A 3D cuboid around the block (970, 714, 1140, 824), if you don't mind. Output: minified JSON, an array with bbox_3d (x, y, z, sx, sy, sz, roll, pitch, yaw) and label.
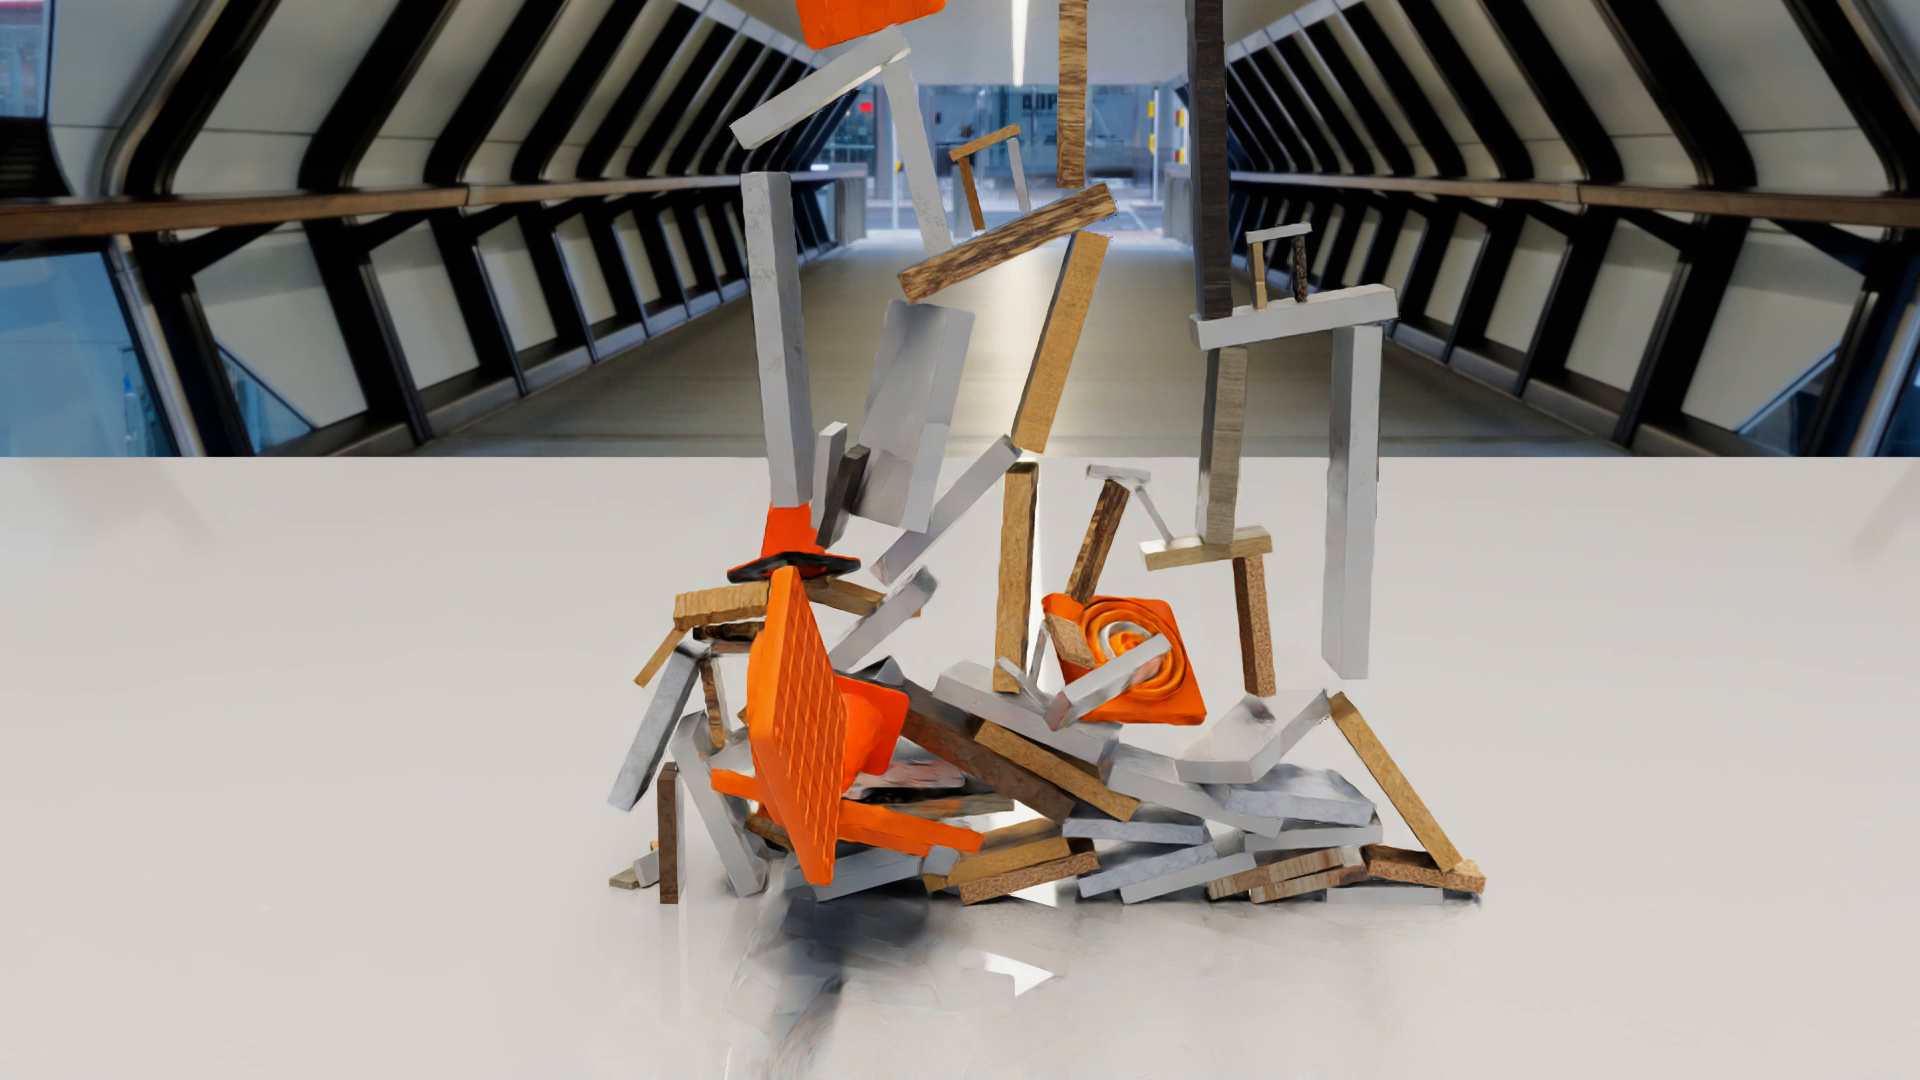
[{"bbox_3d":[0.154,0.356,3.610,0.288,0.041,0.144,29,10,-8],"label":"block"}]

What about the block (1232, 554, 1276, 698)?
[{"bbox_3d":[0.477,0.137,3.574,0.029,0.227,0.102,-6,3,-5],"label":"block"}]

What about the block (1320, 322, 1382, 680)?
[{"bbox_3d":[0.631,-0.069,3.553,0.044,0.565,0.155,0,11,-3],"label":"block"}]

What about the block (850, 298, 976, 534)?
[{"bbox_3d":[-0.084,-0.200,3.495,0.050,0.352,0.176,11,3,-36],"label":"block"}]

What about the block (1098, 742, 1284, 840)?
[{"bbox_3d":[0.374,0.405,3.597,0.294,0.041,0.144,17,12,-8],"label":"block"}]

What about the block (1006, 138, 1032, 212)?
[{"bbox_3d":[0.093,-0.577,3.471,0.016,0.115,0.058,-11,10,5],"label":"block"}]

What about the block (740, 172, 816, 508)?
[{"bbox_3d":[-0.284,-0.319,3.493,0.042,0.522,0.149,-4,8,10],"label":"block"}]

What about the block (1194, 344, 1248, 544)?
[{"bbox_3d":[0.419,-0.160,3.533,0.044,0.310,0.155,3,10,-1],"label":"block"}]

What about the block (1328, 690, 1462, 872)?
[{"bbox_3d":[0.714,0.399,3.636,0.039,0.311,0.136,-36,9,4],"label":"block"}]

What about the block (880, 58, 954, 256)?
[{"bbox_3d":[-0.067,-0.601,3.462,0.042,0.299,0.149,-13,9,2],"label":"block"}]

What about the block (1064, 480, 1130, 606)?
[{"bbox_3d":[0.222,0.004,3.549,0.014,0.202,0.050,11,-13,46],"label":"block"}]

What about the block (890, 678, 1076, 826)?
[{"bbox_3d":[0.036,0.343,3.583,0.321,0.046,0.161,30,10,-7],"label":"block"}]

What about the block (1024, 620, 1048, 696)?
[{"bbox_3d":[0.125,0.193,3.560,0.016,0.113,0.057,12,18,3],"label":"block"}]

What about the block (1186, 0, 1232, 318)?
[{"bbox_3d":[0.390,-0.612,3.453,0.043,0.511,0.150,-3,10,1],"label":"block"}]

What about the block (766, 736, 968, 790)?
[{"bbox_3d":[-0.149,0.369,3.654,0.321,0.046,0.161,-1,9,5],"label":"block"}]

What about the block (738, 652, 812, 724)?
[{"bbox_3d":[-0.306,0.244,3.636,0.145,0.021,0.072,-43,3,3],"label":"block"}]

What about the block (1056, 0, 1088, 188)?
[{"bbox_3d":[0.176,-0.704,3.445,0.043,0.301,0.150,1,10,3],"label":"block"}]

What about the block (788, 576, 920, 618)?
[{"bbox_3d":[-0.182,0.106,3.882,0.078,0.022,0.330,-10,-15,26],"label":"block"}]

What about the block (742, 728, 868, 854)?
[{"bbox_3d":[-0.297,0.445,4.022,0.144,0.041,0.373,15,27,10],"label":"block"}]

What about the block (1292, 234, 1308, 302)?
[{"bbox_3d":[0.538,-0.432,3.484,0.015,0.104,0.052,-4,10,2],"label":"block"}]

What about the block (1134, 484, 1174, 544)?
[{"bbox_3d":[0.315,-0.042,3.563,0.014,0.099,0.049,-31,9,6],"label":"block"}]

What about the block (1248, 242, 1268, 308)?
[{"bbox_3d":[0.471,-0.421,3.484,0.015,0.103,0.052,-6,10,-1],"label":"block"}]

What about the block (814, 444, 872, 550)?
[{"bbox_3d":[-0.186,-0.069,3.489,0.022,0.157,0.078,22,20,9],"label":"block"}]

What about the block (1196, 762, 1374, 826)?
[{"bbox_3d":[0.523,0.406,3.584,0.273,0.039,0.136,9,16,-24],"label":"block"}]

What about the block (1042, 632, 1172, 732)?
[{"bbox_3d":[0.227,0.219,3.382,0.203,0.029,0.102,-27,-19,-29],"label":"block"}]

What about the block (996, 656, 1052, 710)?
[{"bbox_3d":[0.105,0.229,3.464,0.057,0.016,0.113,35,-10,48],"label":"block"}]

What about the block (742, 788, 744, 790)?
[{"bbox_3d":[-0.271,0.477,4.216,0.286,0.022,0.076,-5,12,-27],"label":"block"}]

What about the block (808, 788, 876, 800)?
[{"bbox_3d":[-0.194,0.408,3.607,0.101,0.014,0.050,3,10,29],"label":"block"}]

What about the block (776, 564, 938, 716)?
[{"bbox_3d":[-0.167,0.164,3.620,0.297,0.042,0.148,-41,3,11],"label":"block"}]

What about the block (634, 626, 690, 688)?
[{"bbox_3d":[-0.483,0.175,3.644,0.022,0.153,0.077,37,36,-4],"label":"block"}]

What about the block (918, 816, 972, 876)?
[{"bbox_3d":[-0.025,0.499,3.575,0.050,0.101,0.014,14,23,-24],"label":"block"}]

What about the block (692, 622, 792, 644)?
[{"bbox_3d":[-0.360,0.156,3.626,0.153,0.022,0.077,-6,-17,39],"label":"block"}]

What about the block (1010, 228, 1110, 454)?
[{"bbox_3d":[0.157,-0.321,3.511,0.050,0.352,0.176,17,8,-3],"label":"block"}]

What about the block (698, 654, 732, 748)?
[{"bbox_3d":[-0.407,0.267,3.668,0.021,0.145,0.072,-9,7,4],"label":"block"}]

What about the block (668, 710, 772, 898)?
[{"bbox_3d":[-0.399,0.440,3.680,0.041,0.287,0.144,-21,13,7],"label":"block"}]

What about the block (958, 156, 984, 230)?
[{"bbox_3d":[0.018,-0.548,3.477,0.016,0.115,0.058,-14,10,3],"label":"block"}]

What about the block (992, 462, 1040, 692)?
[{"bbox_3d":[0.091,0.057,3.562,0.042,0.352,0.148,4,10,6],"label":"block"}]
